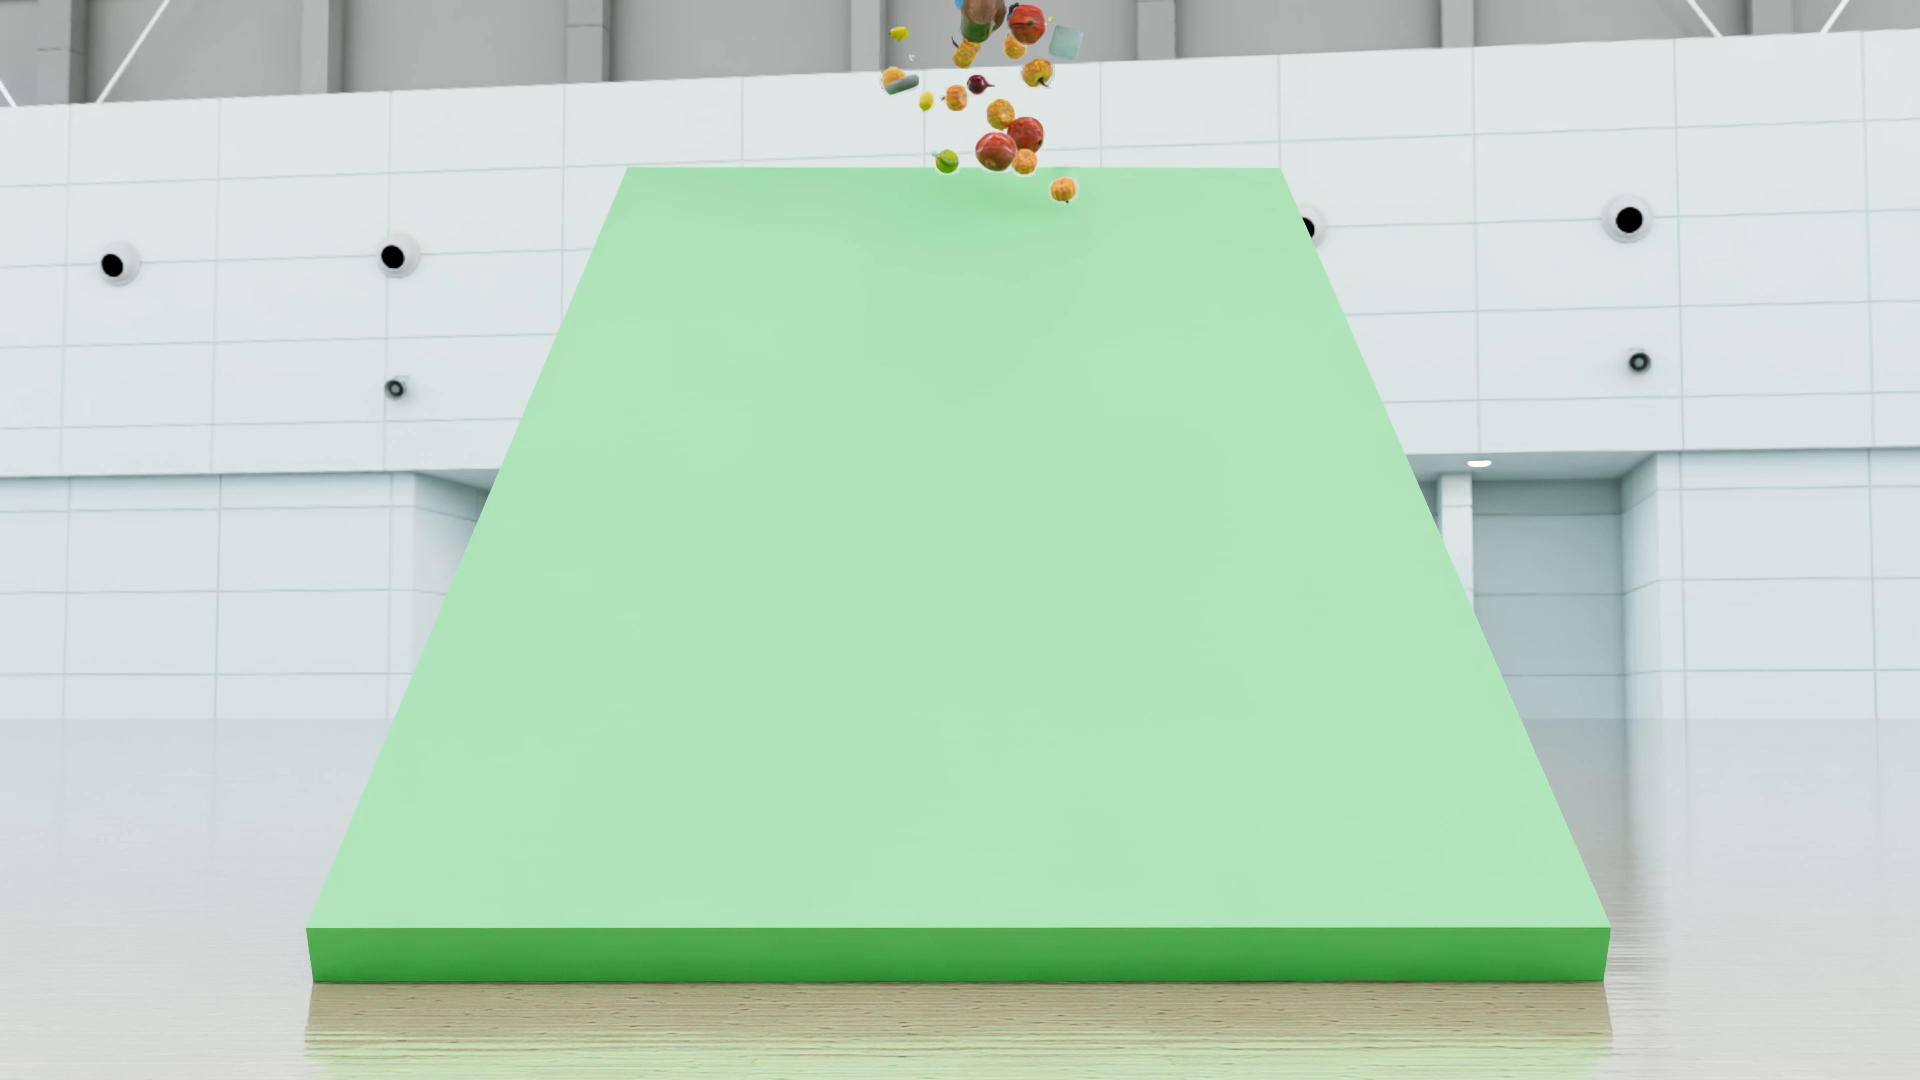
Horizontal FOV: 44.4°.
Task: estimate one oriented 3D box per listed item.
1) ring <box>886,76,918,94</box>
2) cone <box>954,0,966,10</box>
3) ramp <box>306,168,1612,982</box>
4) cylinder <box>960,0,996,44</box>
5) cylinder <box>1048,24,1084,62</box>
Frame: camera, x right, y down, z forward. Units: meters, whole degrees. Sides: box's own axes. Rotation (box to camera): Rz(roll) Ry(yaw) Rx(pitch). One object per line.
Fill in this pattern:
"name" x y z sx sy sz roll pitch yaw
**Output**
"ring" -0.173 -1.365 7.053 0.106 0.035 0.106 -19 12 4
"cone" 0.014 -1.606 6.906 0.083 0.083 0.083 -1 -7 13
"ramp" -0.009 -0.229 5.426 2.000 0.100 4.000 0 26 0
"cylinder" 0.050 -1.465 6.626 0.093 0.093 0.093 0 -22 -6
"cylinder" 0.305 -1.437 6.800 0.085 0.085 0.085 15 15 -4
